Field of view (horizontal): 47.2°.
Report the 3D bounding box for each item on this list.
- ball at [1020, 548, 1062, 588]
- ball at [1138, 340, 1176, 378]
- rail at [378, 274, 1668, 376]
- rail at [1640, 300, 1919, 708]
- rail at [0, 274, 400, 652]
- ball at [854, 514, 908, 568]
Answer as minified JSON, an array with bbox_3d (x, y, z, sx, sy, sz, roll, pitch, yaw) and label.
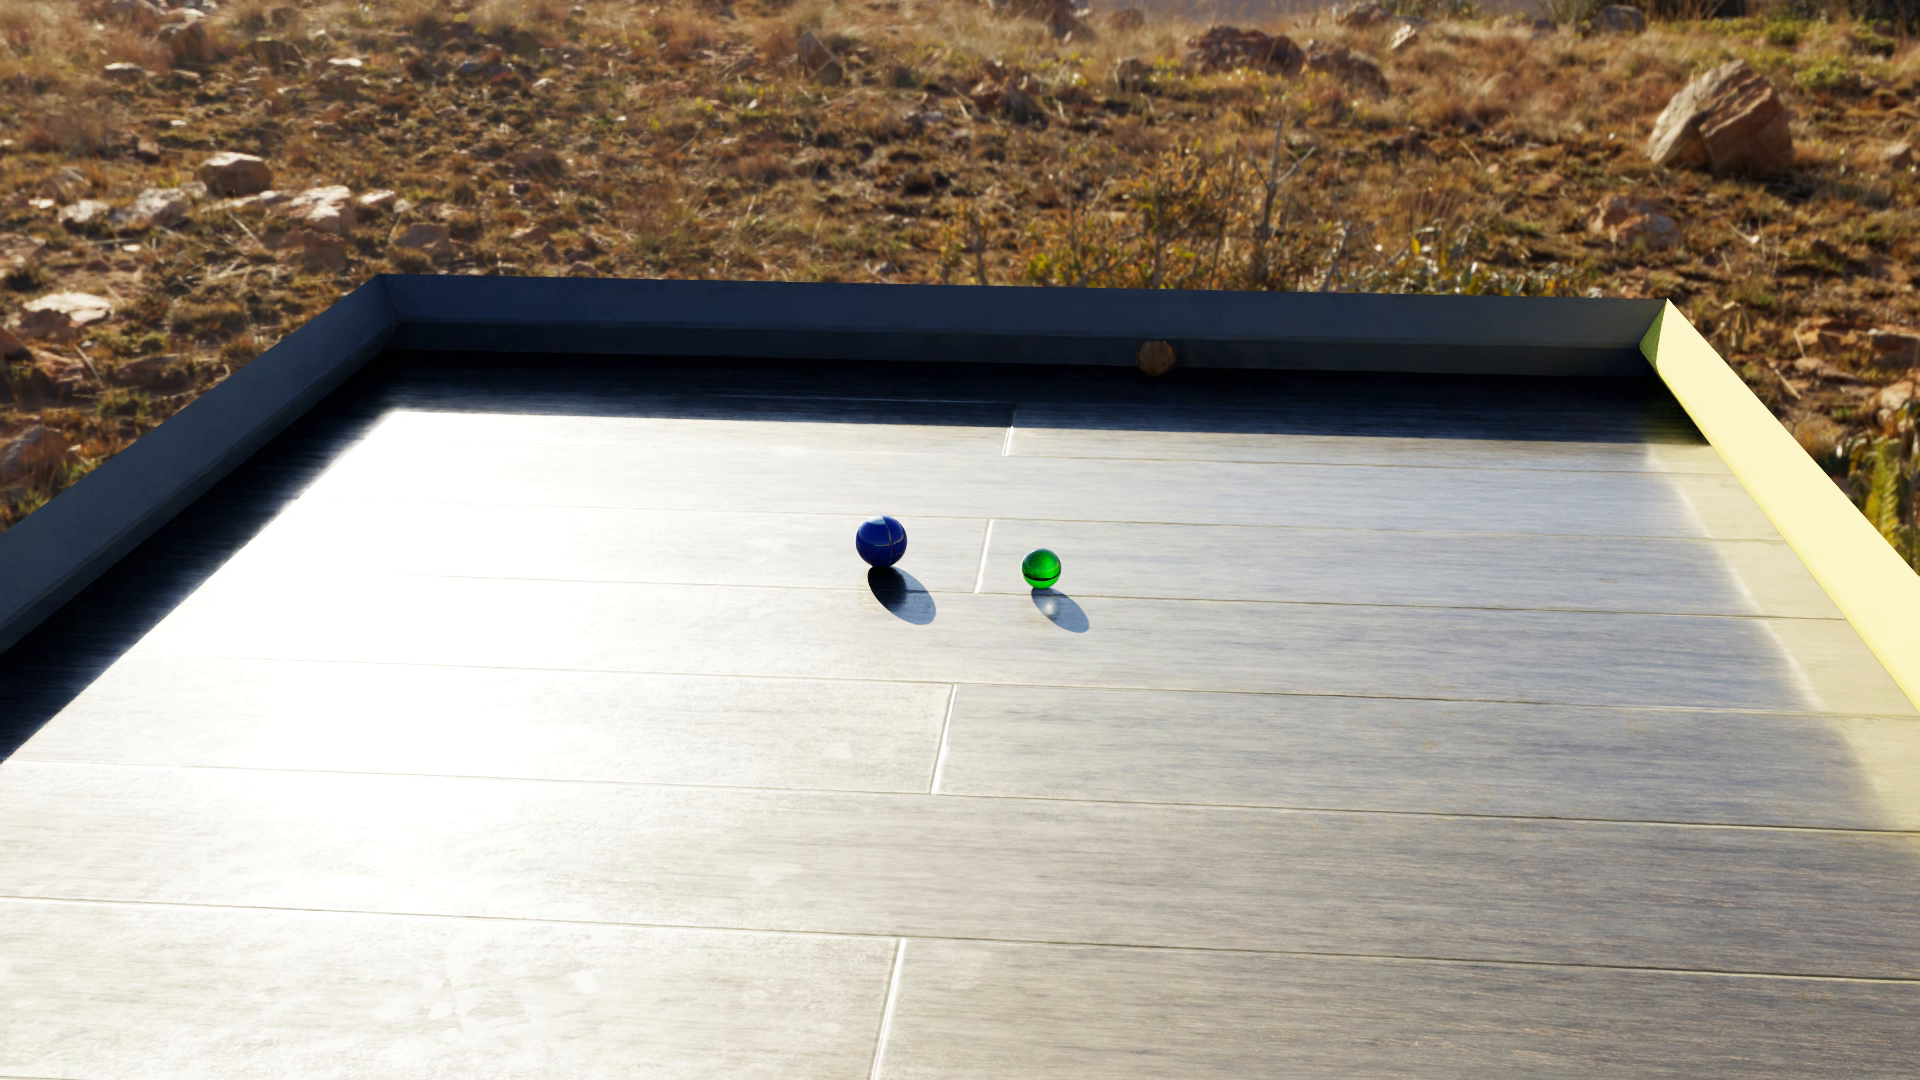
[{"bbox_3d":[0.091,0.032,2.465,0.046,0.046,0.046,0,20,0],"label":"ball"},{"bbox_3d":[0.293,-0.270,3.275,0.056,0.056,0.056,0,20,0],"label":"ball"},{"bbox_3d":[0.071,-0.319,3.316,1.951,0.118,0.045,2,20,5],"label":"rail"},{"bbox_3d":[0.875,0.293,1.642,0.045,0.118,3.463,2,20,5],"label":"rail"},{"bbox_3d":[-1.022,0.238,1.793,0.045,0.118,3.463,2,20,5],"label":"rail"},{"bbox_3d":[-0.091,0.001,2.525,0.061,0.061,0.061,0,20,0],"label":"ball"}]
